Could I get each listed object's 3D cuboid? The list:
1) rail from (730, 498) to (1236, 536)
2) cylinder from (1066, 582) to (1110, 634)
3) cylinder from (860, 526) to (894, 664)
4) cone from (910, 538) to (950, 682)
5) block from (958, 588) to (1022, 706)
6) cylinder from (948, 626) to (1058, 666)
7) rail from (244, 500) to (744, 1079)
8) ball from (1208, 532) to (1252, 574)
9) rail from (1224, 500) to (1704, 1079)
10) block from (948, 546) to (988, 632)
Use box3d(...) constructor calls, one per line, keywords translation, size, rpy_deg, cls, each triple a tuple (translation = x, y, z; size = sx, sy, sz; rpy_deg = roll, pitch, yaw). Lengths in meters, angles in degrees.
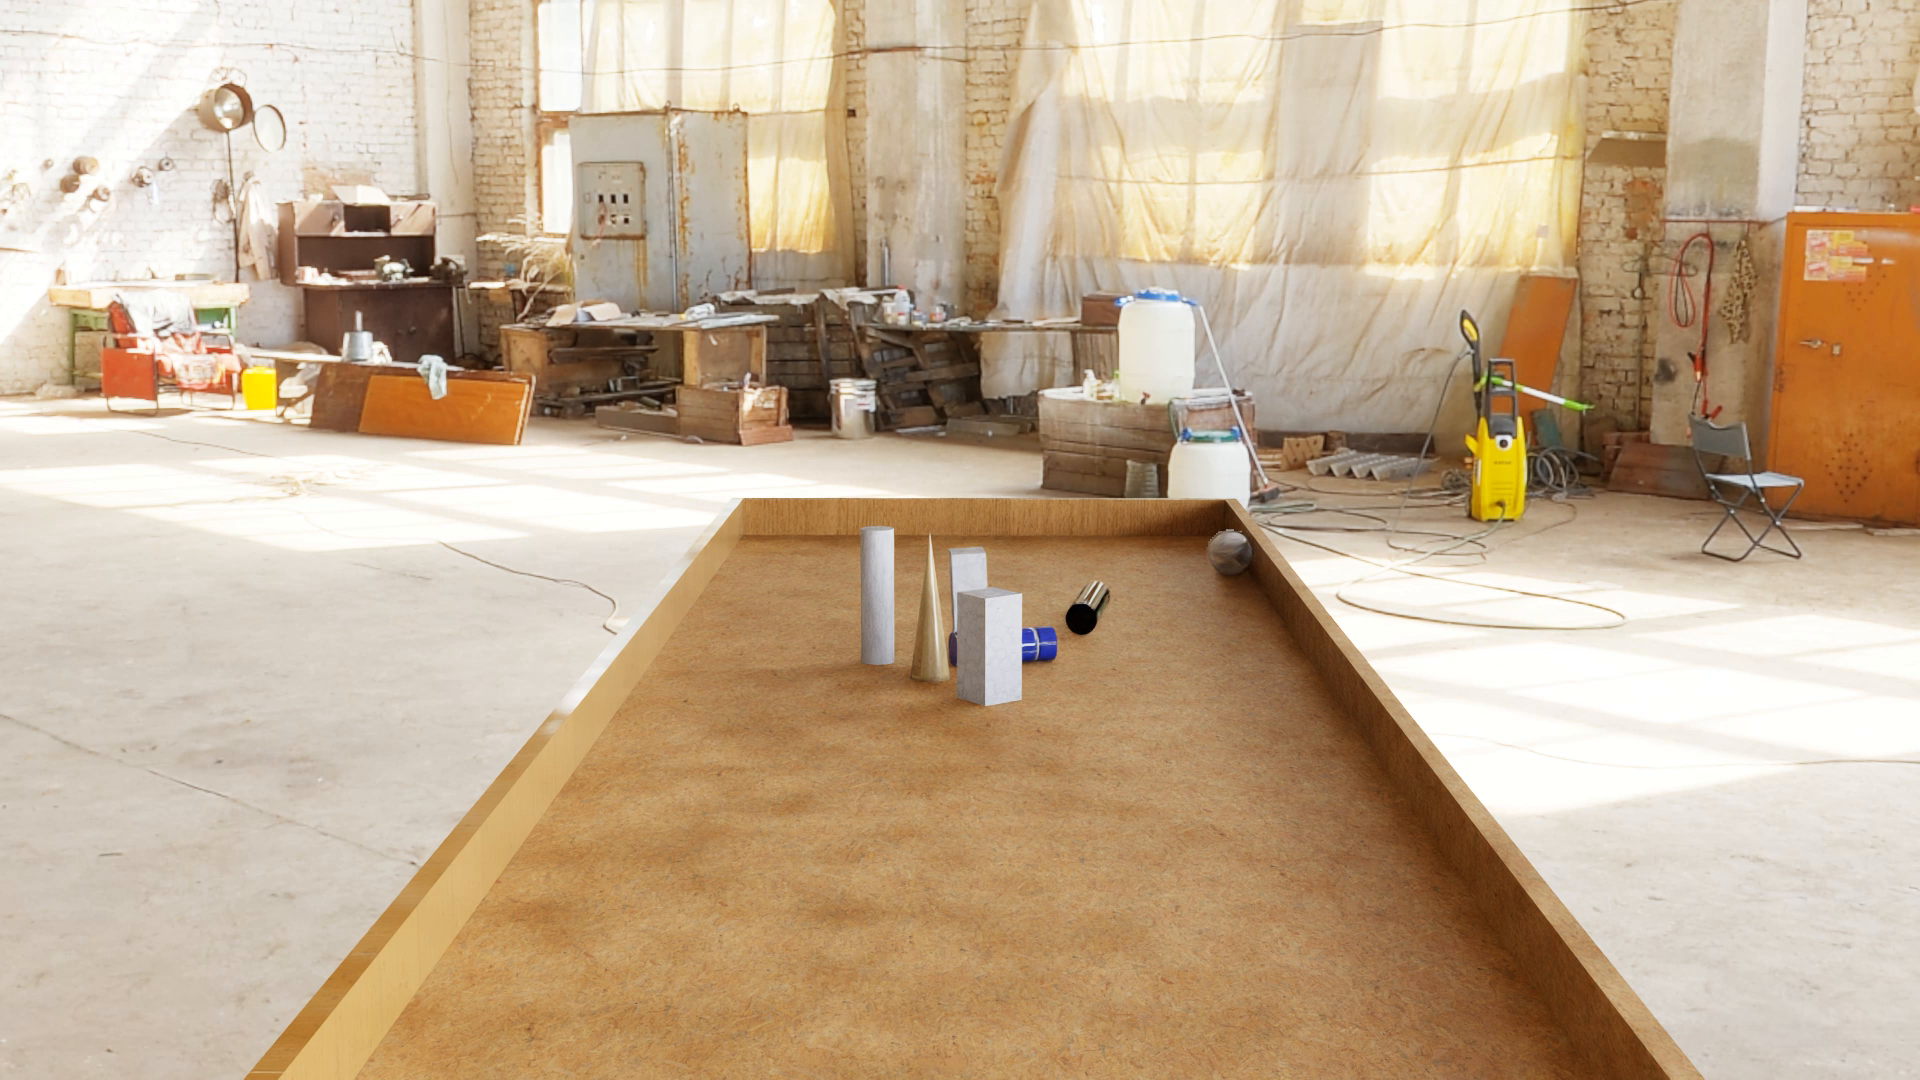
box3d(translation=(0.099, -0.098, 9.147), size=(2.100, 0.150, 0.050), rpy_deg=(0, 9, 1), cls="rail")
box3d(translation=(0.426, 0.223, 7.276), size=(0.103, 0.103, 0.412), rpy_deg=(2, 9, 10), cls="cylinder")
box3d(translation=(-0.249, 0.167, 6.652), size=(0.101, 0.408, 0.101), rpy_deg=(0, 9, 0), cls="cylinder")
box3d(translation=(-0.087, 0.191, 6.423), size=(0.118, 0.433, 0.118), rpy_deg=(0, 9, 0), cls="cone")
box3d(translation=(0.083, 0.297, 6.167), size=(0.129, 0.303, 0.129), rpy_deg=(-7, 11, -37), cls="block")
box3d(translation=(0.130, 0.321, 6.653), size=(0.313, 0.103, 0.103), rpy_deg=(-3, 9, -16), cls="cylinder")
box3d(translation=(-1.004, 0.839, 3.234), size=(0.050, 0.150, 12.000), rpy_deg=(0, 9, 1), cls="rail")
box3d(translation=(1.005, 0.049, 8.183), size=(0.162, 0.162, 0.162), rpy_deg=(0, 9, 0), cls="ball")
box3d(translation=(1.046, 0.843, 3.208), size=(0.050, 0.150, 12.000), rpy_deg=(0, 9, 1), cls="rail")
box3d(translation=(0.029, 0.193, 6.720), size=(0.104, 0.327, 0.104), rpy_deg=(-3, 11, -5), cls="block")
